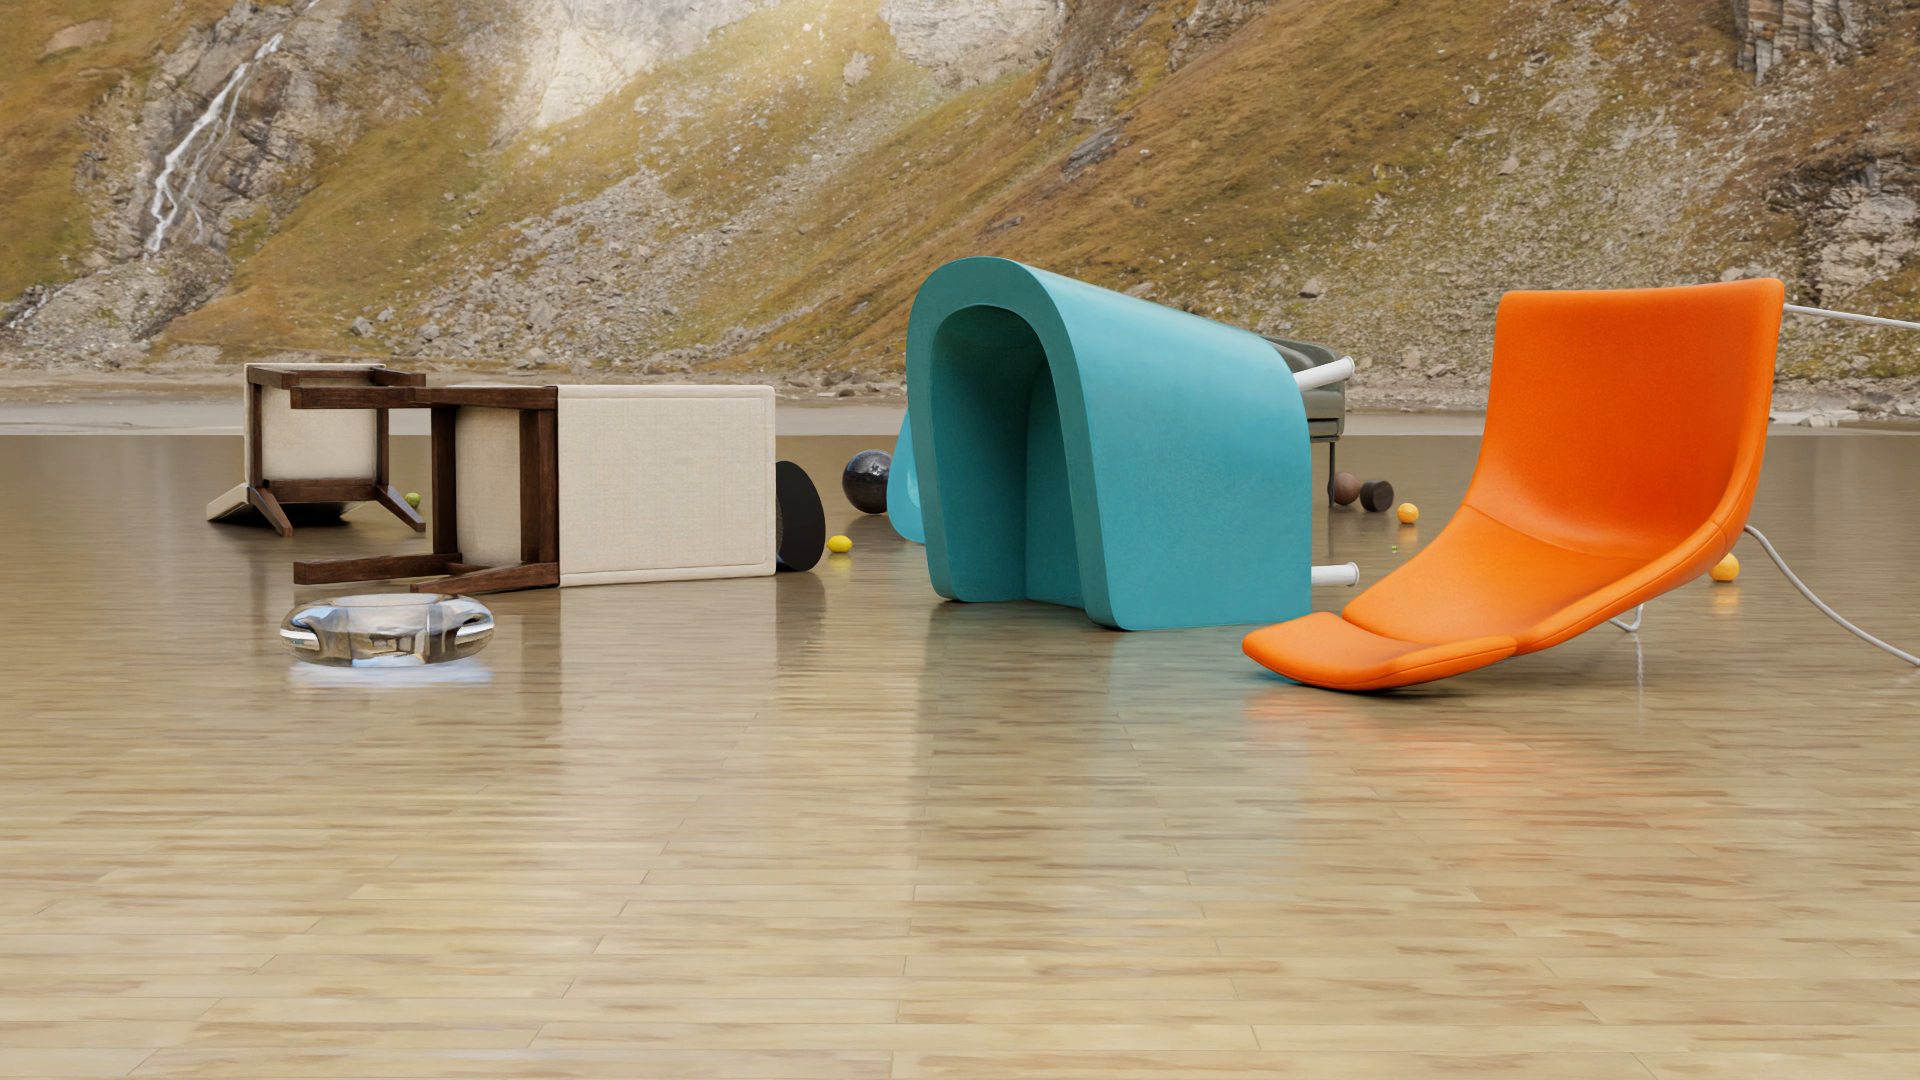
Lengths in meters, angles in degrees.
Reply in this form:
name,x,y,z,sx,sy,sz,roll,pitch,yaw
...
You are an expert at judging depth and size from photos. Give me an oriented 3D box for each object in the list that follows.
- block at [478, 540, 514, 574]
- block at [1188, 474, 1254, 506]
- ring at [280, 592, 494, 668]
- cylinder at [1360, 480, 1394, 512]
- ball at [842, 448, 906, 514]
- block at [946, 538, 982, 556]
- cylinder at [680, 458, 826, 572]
name,x,y,z,sx,sy,sz,roll,pitch,yaw
block,-1.133,0.043,5.365,0.064,0.077,0.072,1,4,8
block,1.024,-0.198,8.621,0.209,0.111,0.153,-1,4,-19
ring,-0.955,0.148,3.672,0.348,0.099,0.394,-2,4,-20
cylinder,1.530,-0.162,8.072,0.111,0.113,0.063,-16,13,-35
ball,-0.307,-0.209,7.884,0.234,0.234,0.234,0,4,0
block,0.013,0.018,5.970,0.060,0.042,0.085,3,5,35
cylinder,-0.518,-0.066,5.499,0.308,0.289,0.191,4,30,44
